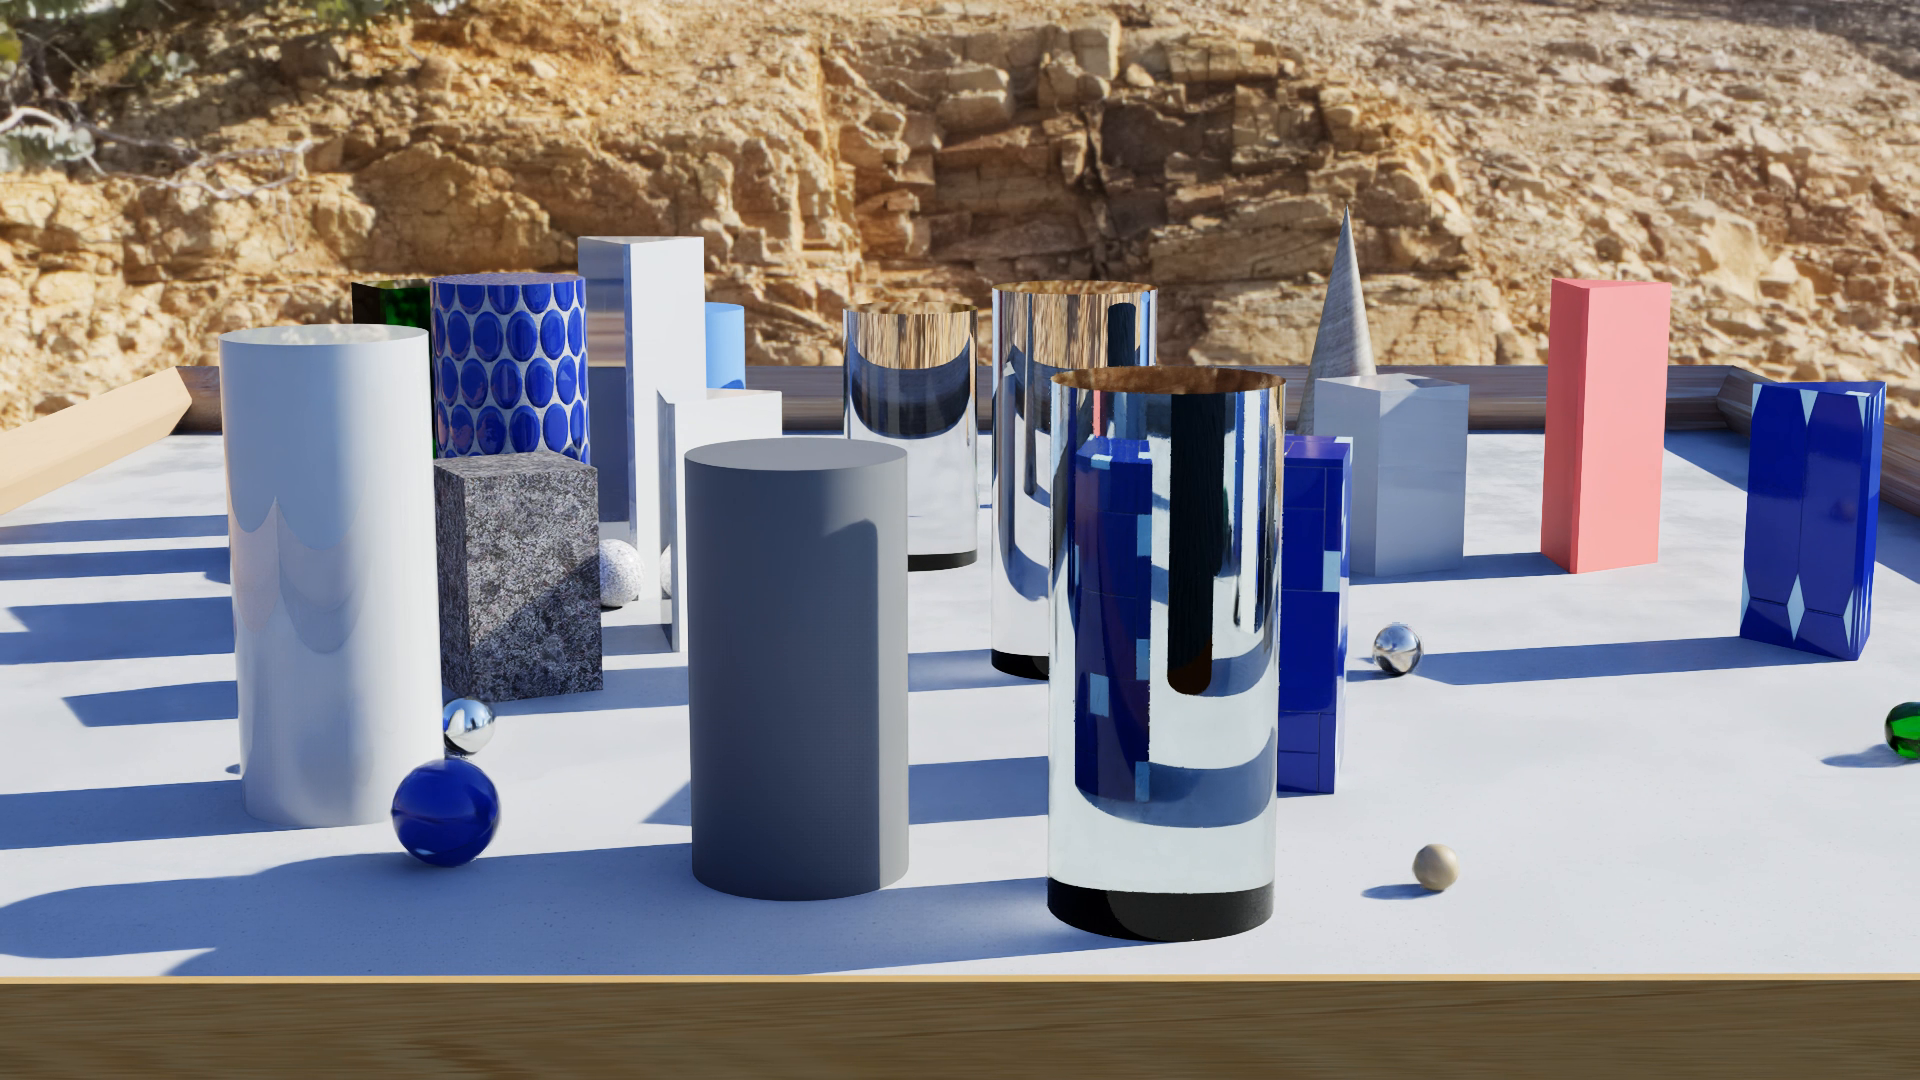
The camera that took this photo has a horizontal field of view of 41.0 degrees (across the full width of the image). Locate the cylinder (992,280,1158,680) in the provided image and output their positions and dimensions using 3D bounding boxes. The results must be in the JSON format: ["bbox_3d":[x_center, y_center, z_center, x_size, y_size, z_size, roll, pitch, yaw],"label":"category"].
[{"bbox_3d":[0.138,-0.076,3.128,0.199,0.463,0.199,0,10,0],"label":"cylinder"}]

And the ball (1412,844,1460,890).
[{"bbox_3d":[0.426,0.292,2.295,0.042,0.042,0.042,0,10,0],"label":"ball"}]

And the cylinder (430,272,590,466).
[{"bbox_3d":[-0.585,-0.115,3.360,0.199,0.455,0.199,0,10,0],"label":"cylinder"}]

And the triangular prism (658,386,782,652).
[{"bbox_3d":[-0.342,-0.034,3.309,0.173,0.315,0.149,-9,14,-41],"label":"triangular prism"}]

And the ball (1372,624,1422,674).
[{"bbox_3d":[0.530,0.132,3.111,0.059,0.059,0.059,0,10,0],"label":"ball"}]

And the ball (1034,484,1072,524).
[{"bbox_3d":[0.149,-0.058,4.134,0.062,0.062,0.062,0,10,0],"label":"ball"}]

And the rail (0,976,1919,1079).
[{"bbox_3d":[0.010,0.350,1.738,3.144,0.129,0.045,0,10,0],"label":"rail"}]

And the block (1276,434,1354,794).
[{"bbox_3d":[0.317,0.072,2.659,0.159,0.343,0.159,2,11,12],"label":"block"}]

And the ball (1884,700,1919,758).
[{"bbox_3d":[1.016,0.202,2.730,0.061,0.061,0.061,0,10,0],"label":"ball"}]

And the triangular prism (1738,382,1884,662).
[{"bbox_3d":[1.118,-0.032,3.260,0.149,0.329,0.173,-7,13,-35],"label":"triangular prism"}]

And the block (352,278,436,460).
[{"bbox_3d":[-0.876,-0.226,4.162,0.159,0.381,0.159,-6,12,-31],"label":"block"}]

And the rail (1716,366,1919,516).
[{"bbox_3d":[1.548,0.032,3.457,0.045,0.129,3.528,0,10,0],"label":"rail"}]

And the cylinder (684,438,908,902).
[{"bbox_3d":[-0.147,0.112,2.328,0.199,0.385,0.199,0,10,0],"label":"cylinder"}]

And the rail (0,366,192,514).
[{"bbox_3d":[-1.548,0.035,3.440,0.045,0.129,3.528,0,10,0],"label":"rail"}]

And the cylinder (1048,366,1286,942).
[{"bbox_3d":[0.176,0.092,2.215,0.199,0.464,0.199,0,10,0],"label":"cylinder"}]

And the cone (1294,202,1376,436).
[{"bbox_3d":[0.657,-0.328,4.398,0.199,0.497,0.199,0,10,0],"label":"cone"}]

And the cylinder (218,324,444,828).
[{"bbox_3d":[-0.619,0.030,2.540,0.199,0.469,0.199,0,10,0],"label":"cylinder"}]

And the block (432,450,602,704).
[{"bbox_3d":[-0.530,0.041,3.042,0.159,0.265,0.159,-6,12,-27],"label":"block"}]

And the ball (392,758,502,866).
[{"bbox_3d":[-0.473,0.250,2.364,0.100,0.100,0.100,0,10,0],"label":"ball"}]

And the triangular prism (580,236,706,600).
[{"bbox_3d":[-0.469,-0.177,3.602,0.149,0.490,0.173,6,12,30],"label":"triangular prism"}]

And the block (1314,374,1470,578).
[{"bbox_3d":[0.632,-0.099,3.783,0.159,0.270,0.159,-5,12,-27],"label":"block"}]

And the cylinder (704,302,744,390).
[{"bbox_3d":[-0.421,-0.162,3.847,0.199,0.371,0.199,0,10,0],"label":"cylinder"}]

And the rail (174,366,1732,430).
[{"bbox_3d":[-0.010,-0.283,5.160,3.144,0.129,0.045,0,10,0],"label":"rail"}]

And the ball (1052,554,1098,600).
[{"bbox_3d":[0.158,0.052,3.537,0.063,0.063,0.063,0,10,0],"label":"ball"}]

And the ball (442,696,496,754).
[{"bbox_3d":[-0.529,0.198,2.748,0.062,0.062,0.062,0,10,0],"label":"ball"}]

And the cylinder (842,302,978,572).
[{"bbox_3d":[-0.073,-0.157,3.805,0.199,0.376,0.199,0,10,0],"label":"cylinder"}]

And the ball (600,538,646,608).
[{"bbox_3d":[-0.475,0.045,3.488,0.094,0.094,0.094,0,10,0],"label":"ball"}]

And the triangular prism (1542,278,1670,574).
[{"bbox_3d":[0.923,-0.174,3.794,0.173,0.414,0.149,-7,12,-32],"label":"triangular prism"}]
